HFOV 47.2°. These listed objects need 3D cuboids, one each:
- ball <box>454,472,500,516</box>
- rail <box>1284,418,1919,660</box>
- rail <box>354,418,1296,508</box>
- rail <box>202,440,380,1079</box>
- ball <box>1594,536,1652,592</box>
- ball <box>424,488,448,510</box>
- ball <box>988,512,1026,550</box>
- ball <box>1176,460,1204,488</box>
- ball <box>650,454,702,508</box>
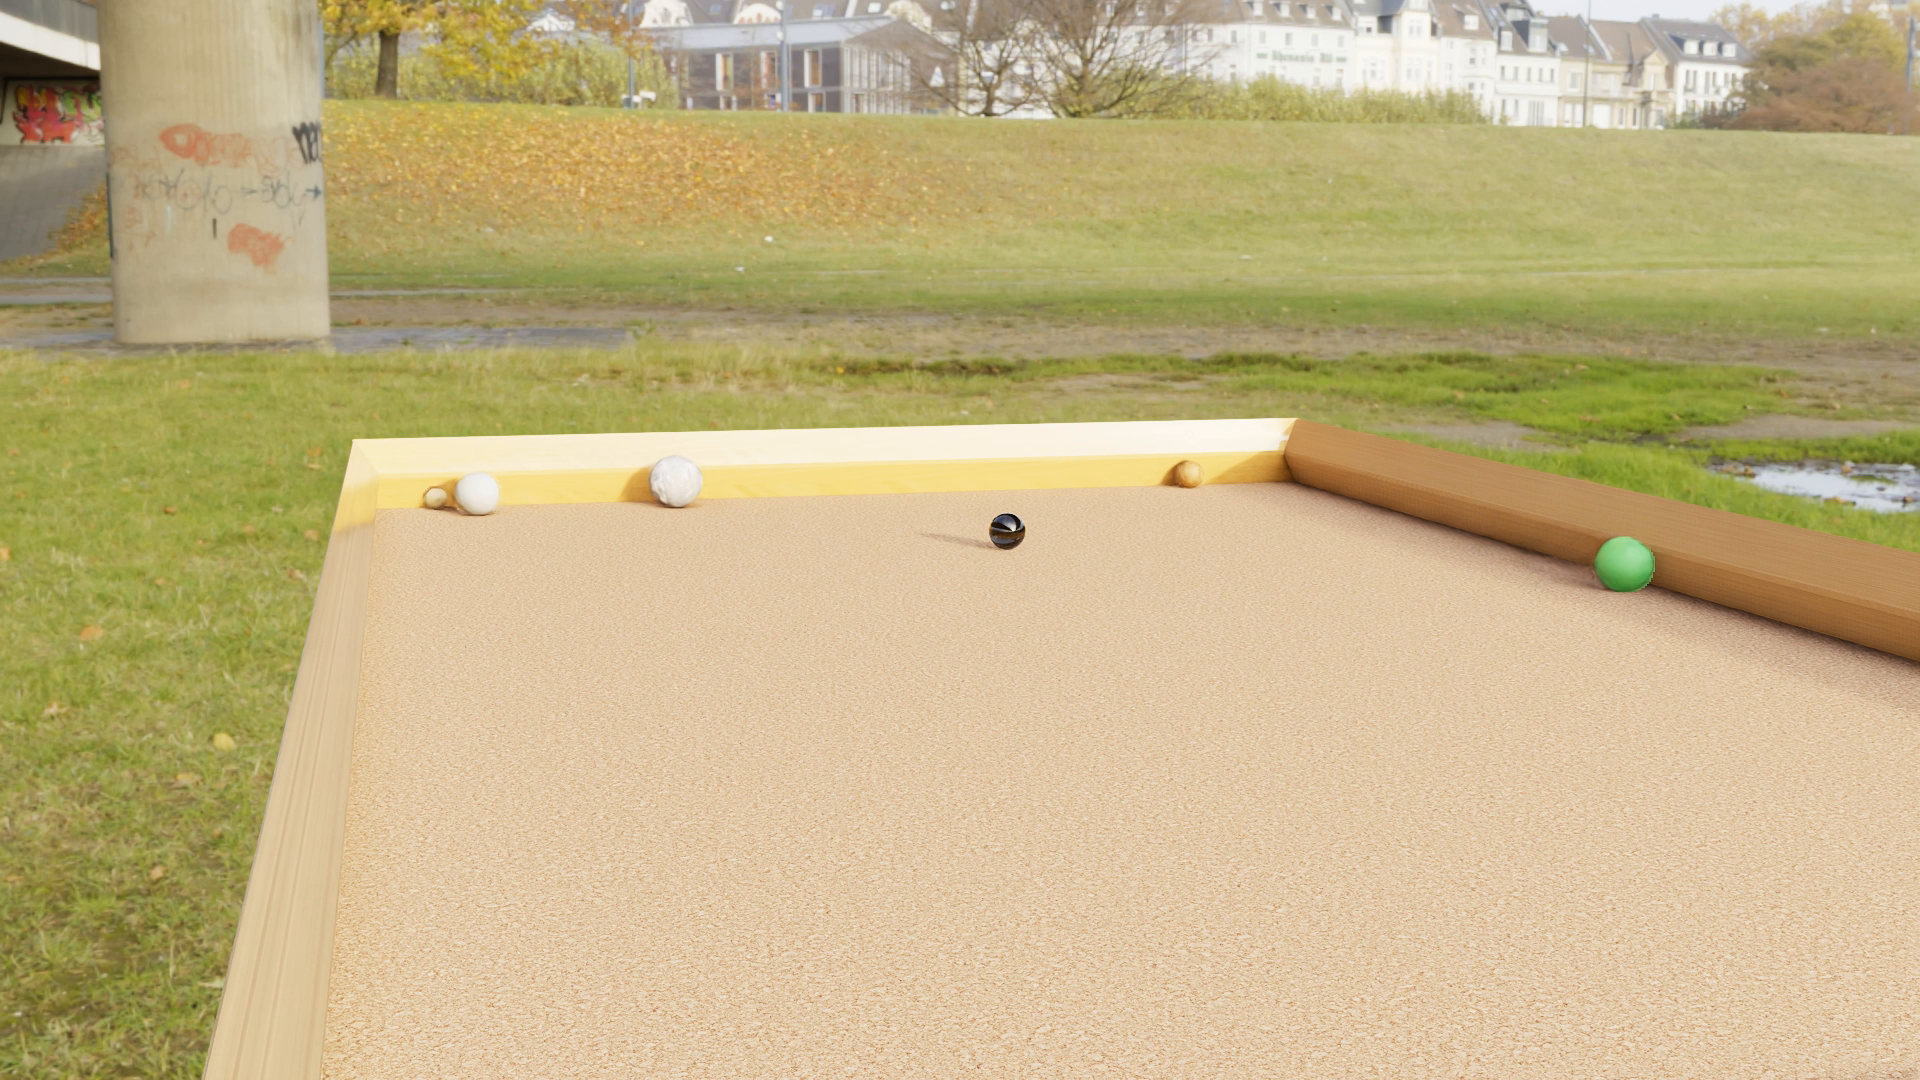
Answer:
[{"bbox_3d":[-0.875,-0.084,3.982,0.079,0.079,0.079,0,8,0],"label":"ball"},{"bbox_3d":[1.097,0.059,2.807,0.045,0.128,3.540,-2,8,-14],"label":"rail"},{"bbox_3d":[-0.209,-0.150,4.265,1.867,0.128,0.045,-2,8,-14],"label":"rail"},{"bbox_3d":[-0.668,0.122,2.370,0.045,0.128,3.540,-2,8,-14],"label":"rail"},{"bbox_3d":[0.952,0.035,3.156,0.080,0.080,0.080,0,8,0],"label":"ball"},{"bbox_3d":[-0.968,-0.076,4.064,0.041,0.041,0.041,0,8,0],"label":"ball"},{"bbox_3d":[0.077,-0.014,3.566,0.060,0.060,0.060,0,8,0],"label":"ball"},{"bbox_3d":[0.461,-0.132,4.404,0.054,0.054,0.054,0,8,0],"label":"ball"},{"bbox_3d":[-0.527,-0.109,4.088,0.099,0.099,0.099,0,8,0],"label":"ball"}]
